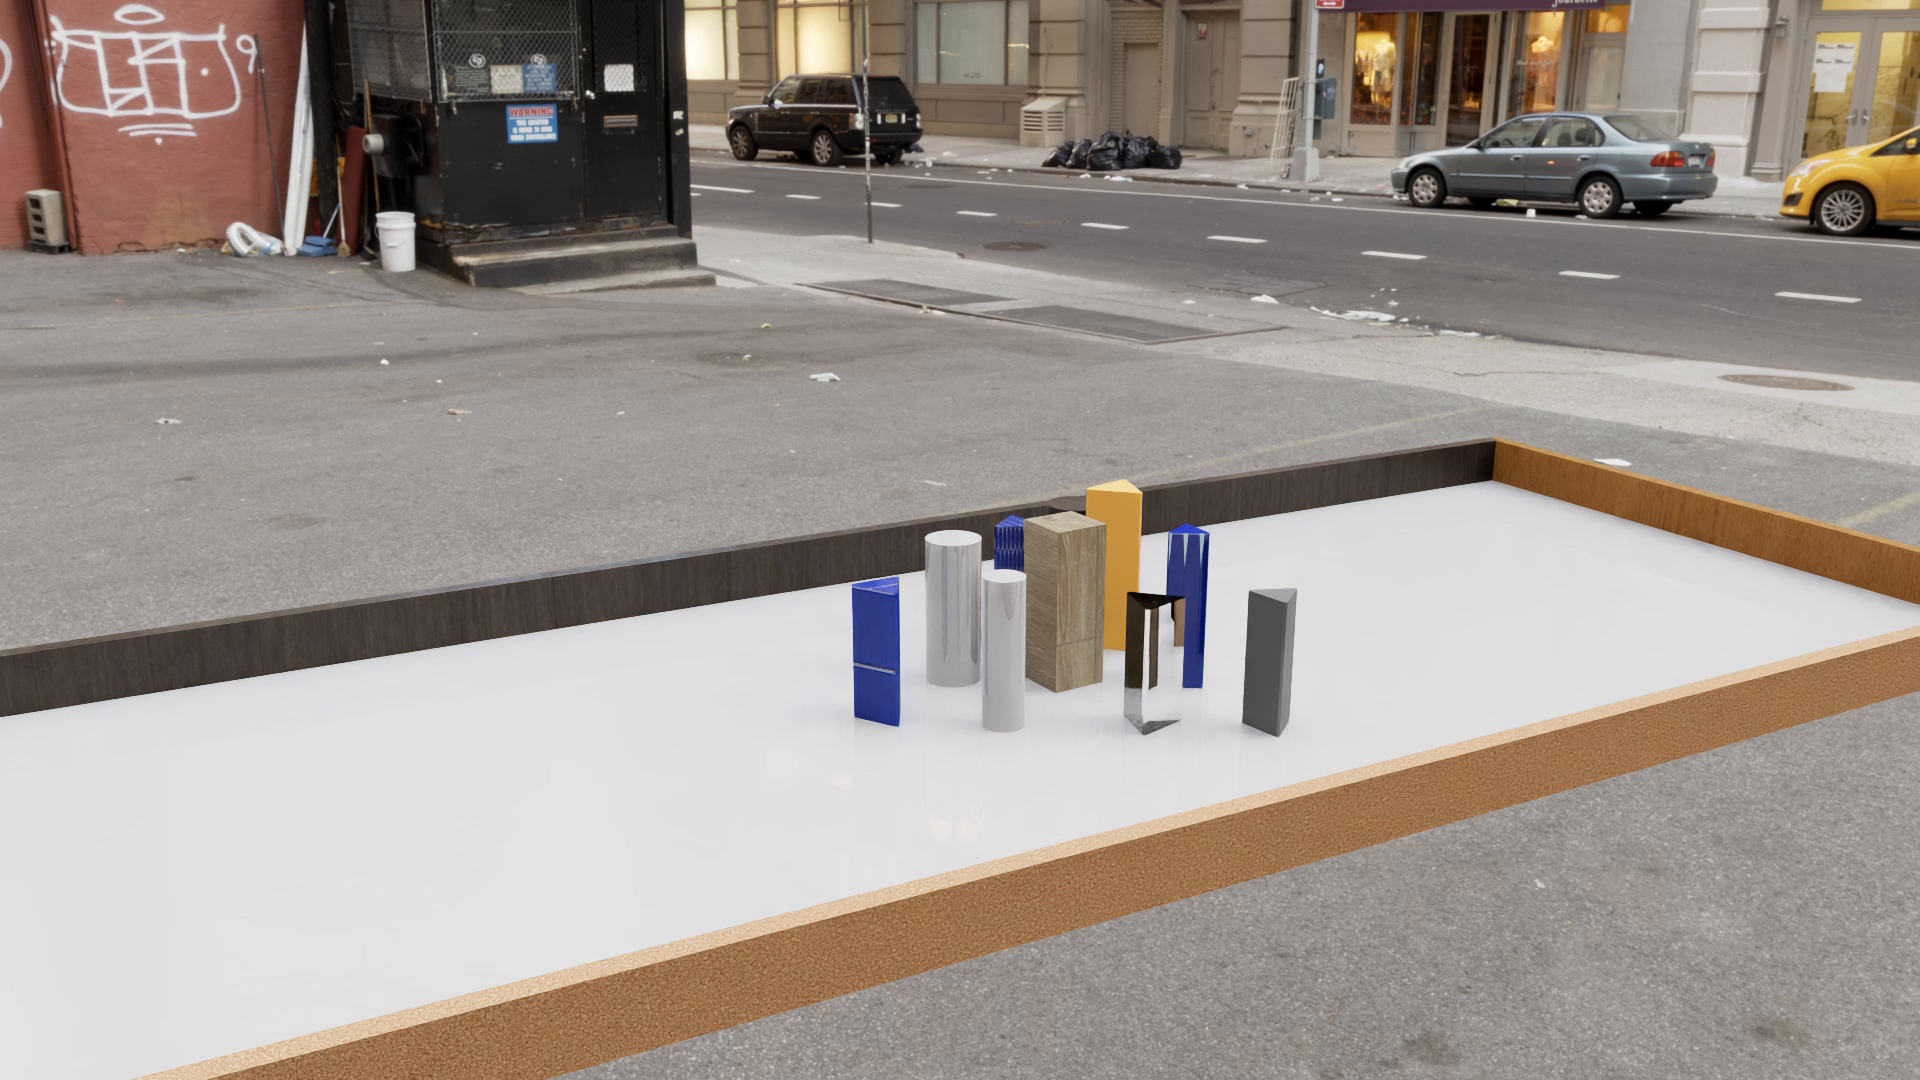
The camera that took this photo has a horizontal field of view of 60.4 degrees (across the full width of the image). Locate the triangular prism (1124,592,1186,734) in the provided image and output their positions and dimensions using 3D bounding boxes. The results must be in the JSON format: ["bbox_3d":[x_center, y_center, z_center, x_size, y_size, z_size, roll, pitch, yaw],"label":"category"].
[{"bbox_3d":[0.433,0.280,3.858,0.135,0.306,0.117,-15,22,-42],"label":"triangular prism"}]

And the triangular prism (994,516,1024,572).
[{"bbox_3d":[0.145,0.109,4.393,0.123,0.334,0.107,-2,17,-7],"label":"triangular prism"}]

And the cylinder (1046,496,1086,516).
[{"bbox_3d":[0.319,0.055,4.593,0.156,0.325,0.156,0,16,0],"label":"cylinder"}]

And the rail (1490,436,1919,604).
[{"bbox_3d":[2.466,-0.048,5.253,0.050,0.150,2.100,-9,18,-27],"label":"rail"}]

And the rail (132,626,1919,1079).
[{"bbox_3d":[-2.336,1.006,1.665,12.000,0.150,0.050,-9,18,-27],"label":"rail"}]

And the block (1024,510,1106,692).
[{"bbox_3d":[0.258,0.152,4.106,0.145,0.412,0.145,-10,19,-31],"label":"block"}]

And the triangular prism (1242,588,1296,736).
[{"bbox_3d":[0.739,0.277,3.832,0.098,0.328,0.113,-12,20,-36],"label":"triangular prism"}]

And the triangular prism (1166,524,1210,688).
[{"bbox_3d":[0.557,0.163,4.089,0.098,0.401,0.085,1,16,3],"label":"triangular prism"}]

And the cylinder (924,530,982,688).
[{"bbox_3d":[-0.017,0.171,4.121,0.141,0.367,0.141,0,16,0],"label":"cylinder"}]

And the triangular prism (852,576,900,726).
[{"bbox_3d":[-0.173,0.258,3.893,0.123,0.330,0.107,9,19,29],"label":"triangular prism"}]

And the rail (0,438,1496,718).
[{"bbox_3d":[-3.305,0.497,3.399,12.000,0.150,0.050,-9,18,-27],"label":"rail"}]

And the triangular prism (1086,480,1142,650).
[{"bbox_3d":[0.416,0.064,4.368,0.144,0.433,0.125,5,17,17],"label":"triangular prism"}]

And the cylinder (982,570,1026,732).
[{"bbox_3d":[0.102,0.258,3.830,0.102,0.365,0.102,0,16,0],"label":"cylinder"}]
